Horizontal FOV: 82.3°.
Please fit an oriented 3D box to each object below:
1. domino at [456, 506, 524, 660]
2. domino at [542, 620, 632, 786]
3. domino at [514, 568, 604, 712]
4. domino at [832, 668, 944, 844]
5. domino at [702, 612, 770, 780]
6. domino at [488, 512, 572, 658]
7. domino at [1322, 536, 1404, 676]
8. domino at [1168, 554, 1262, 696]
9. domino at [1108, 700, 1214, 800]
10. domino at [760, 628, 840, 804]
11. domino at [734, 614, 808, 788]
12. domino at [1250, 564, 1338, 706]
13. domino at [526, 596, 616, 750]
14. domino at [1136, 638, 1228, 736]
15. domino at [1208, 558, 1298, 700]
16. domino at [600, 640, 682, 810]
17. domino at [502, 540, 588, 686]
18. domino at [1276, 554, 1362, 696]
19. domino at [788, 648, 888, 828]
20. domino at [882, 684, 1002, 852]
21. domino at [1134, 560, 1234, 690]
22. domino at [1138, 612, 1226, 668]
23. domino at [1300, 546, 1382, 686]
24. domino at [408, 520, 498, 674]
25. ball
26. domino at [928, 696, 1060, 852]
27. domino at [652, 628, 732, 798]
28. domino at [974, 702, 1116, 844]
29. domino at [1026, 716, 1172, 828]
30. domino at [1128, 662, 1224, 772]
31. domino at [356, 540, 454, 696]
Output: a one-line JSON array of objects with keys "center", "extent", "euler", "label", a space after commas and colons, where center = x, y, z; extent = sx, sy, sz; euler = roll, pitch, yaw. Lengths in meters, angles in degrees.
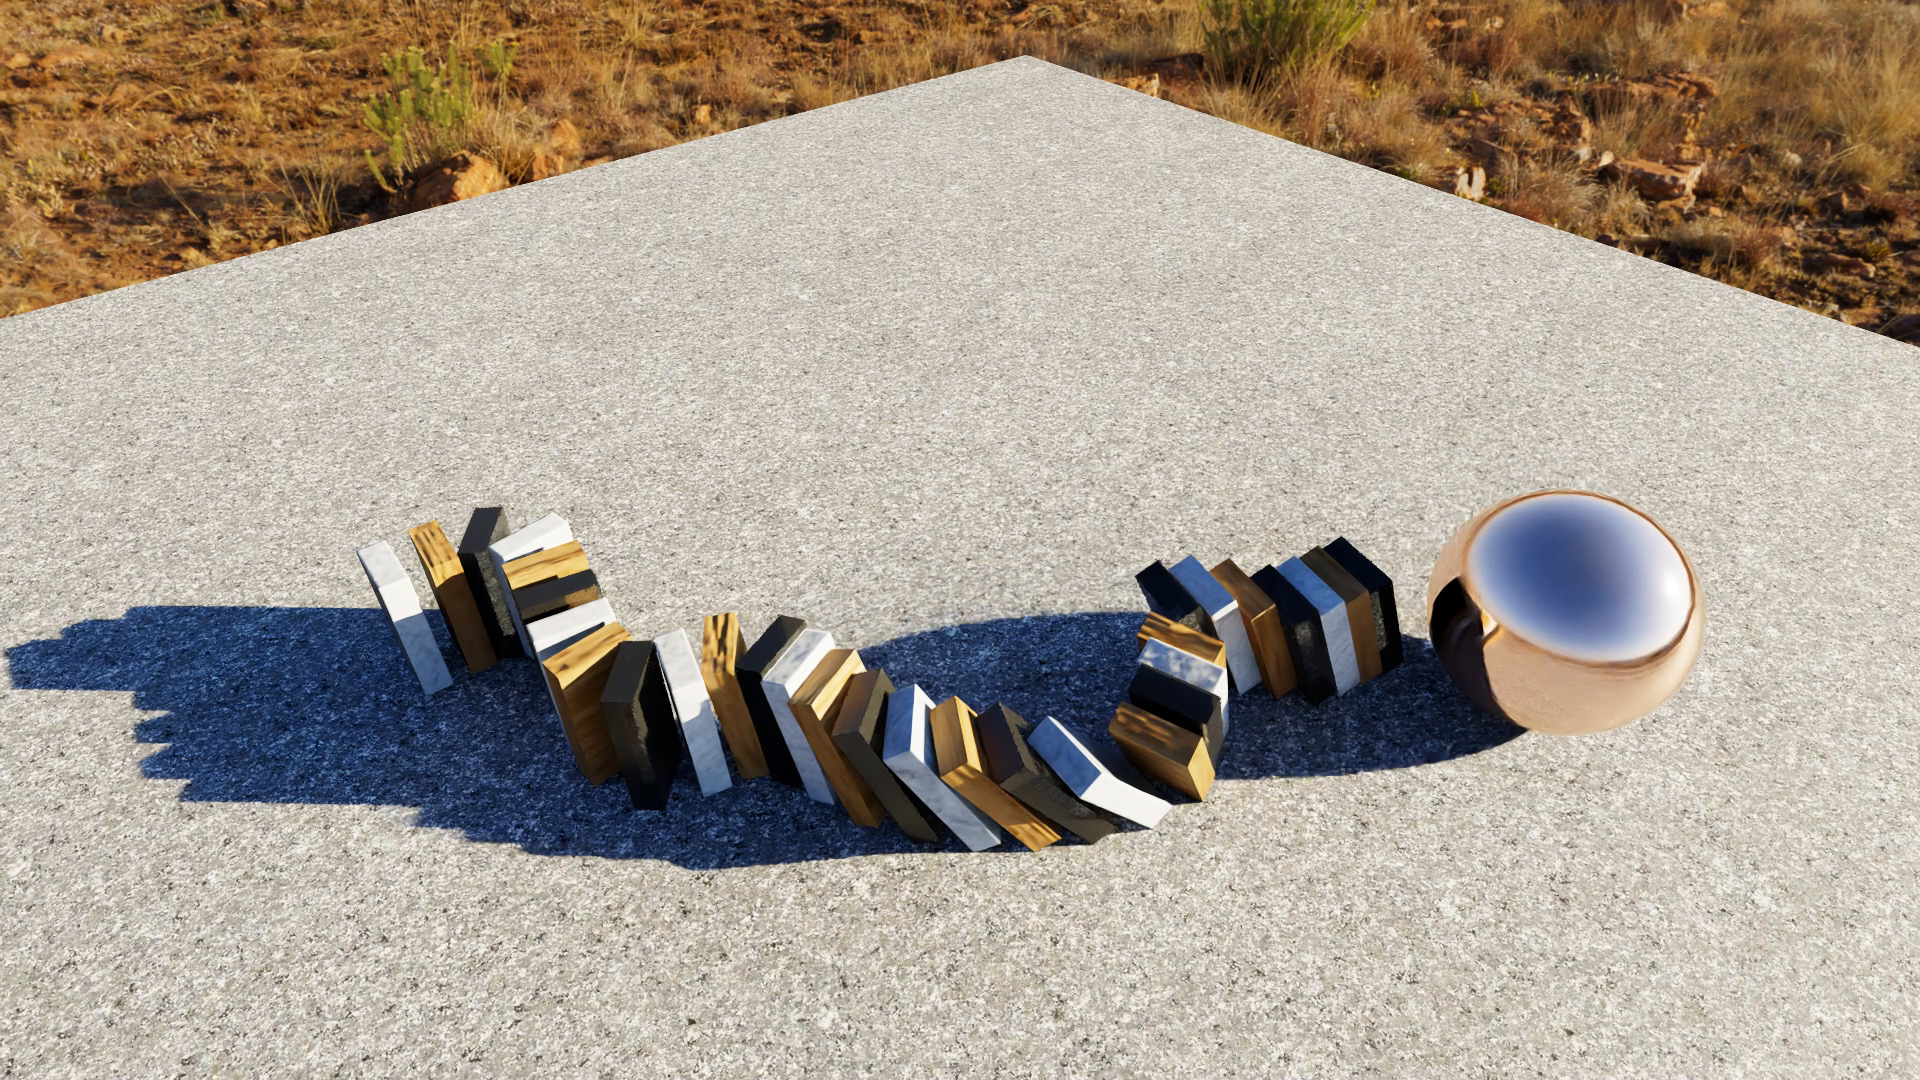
[{"center": [-0.164, 0.016, 0.392], "extent": [0.009, 0.050, 0.025], "euler": [-3, 39, -4], "label": "domino"}, {"center": [-0.112, 0.052, 0.348], "extent": [0.009, 0.050, 0.025], "euler": [31, 48, 33], "label": "domino"}, {"center": [-0.129, 0.035, 0.369], "extent": [0.025, 0.050, 0.009], "euler": [-20, 43, -22], "label": "domino"}, {"center": [-0.019, 0.066, 0.332], "extent": [0.009, 0.050, 0.025], "euler": [-15, 33, 25], "label": "domino"}, {"center": [-0.070, 0.050, 0.350], "extent": [0.010, 0.050, 0.025], "euler": [-10, 40, -2], "label": "domino"}, {"center": [-0.147, 0.017, 0.390], "extent": [0.010, 0.050, 0.025], "euler": [28, 47, 30], "label": "domino"}, {"center": [0.140, 0.023, 0.383], "extent": [0.010, 0.050, 0.025], "euler": [-33, 45, -2], "label": "domino"}, {"center": [0.088, 0.030, 0.376], "extent": [0.009, 0.050, 0.025], "euler": [-33, 45, -2], "label": "domino"}, {"center": [0.062, 0.065, 0.334], "extent": [0.025, 0.050, 0.010], "euler": [23, 75, 25], "label": "domino"}, {"center": [-0.044, 0.055, 0.343], "extent": [0.009, 0.050, 0.025], "euler": [5, 37, 29], "label": "domino"}, {"center": [-0.054, 0.051, 0.348], "extent": [0.009, 0.050, 0.025], "euler": [10, 40, 25], "label": "domino"}, {"center": [0.113, 0.033, 0.372], "extent": [0.009, 0.050, 0.025], "euler": [-33, 45, -2], "label": "domino"}, {"center": [-0.121, 0.044, 0.358], "extent": [0.025, 0.050, 0.009], "euler": [-21, 44, -23], "label": "domino"}, {"center": [0.072, 0.050, 0.351], "extent": [0.025, 0.050, 0.009], "euler": [23, 68, 25], "label": "domino"}, {"center": [0.100, 0.031, 0.374], "extent": [0.010, 0.050, 0.025], "euler": [-33, 45, -2], "label": "domino"}, {"center": [-0.098, 0.058, 0.341], "extent": [0.010, 0.050, 0.025], "euler": [0, 39, 2], "label": "domino"}, {"center": [-0.138, 0.026, 0.380], "extent": [0.025, 0.050, 0.009], "euler": [-22, 44, -24], "label": "domino"}, {"center": [0.122, 0.030, 0.375], "extent": [0.009, 0.050, 0.025], "euler": [-33, 45, -2], "label": "domino"}, {"center": [-0.032, 0.061, 0.337], "extent": [0.009, 0.050, 0.025], "euler": [-3, 33, 34], "label": "domino"}, {"center": [-0.004, 0.069, 0.329], "extent": [0.010, 0.050, 0.025], "euler": [-25, 35, 20], "label": "domino"}, {"center": [0.077, 0.031, 0.374], "extent": [0.010, 0.050, 0.025], "euler": [-35, 45, -1], "label": "domino"}, {"center": [0.073, 0.043, 0.359], "extent": [0.025, 0.050, 0.009], "euler": [23, 68, 25], "label": "domino"}, {"center": [0.131, 0.027, 0.379], "extent": [0.010, 0.050, 0.025], "euler": [-33, 45, -2], "label": "domino"}, {"center": [-0.178, 0.021, 0.386], "extent": [0.010, 0.050, 0.025], "euler": [-25, 46, -27], "label": "domino"}, {"center": [0.196, 0.023, 0.360], "extent": [0.080, 0.080, 0.080], "euler": [0, 39, 0], "label": "ball"}, {"center": [0.011, 0.070, 0.329], "extent": [0.009, 0.050, 0.025], "euler": [-33, 37, 16], "label": "domino"}, {"center": [-0.084, 0.054, 0.345], "extent": [0.009, 0.050, 0.025], "euler": [-18, 43, -17], "label": "domino"}, {"center": [0.026, 0.070, 0.330], "extent": [0.010, 0.050, 0.025], "euler": [-39, 40, 13], "label": "domino"}, {"center": [0.042, 0.070, 0.330], "extent": [0.010, 0.050, 0.025], "euler": [-50, 50, 5], "label": "domino"}, {"center": [0.068, 0.057, 0.343], "extent": [0.025, 0.050, 0.010], "euler": [23, 69, 25], "label": "domino"}, {"center": [-0.191, 0.027, 0.378], "extent": [0.009, 0.050, 0.025], "euler": [-27, 47, -29], "label": "domino"}]
